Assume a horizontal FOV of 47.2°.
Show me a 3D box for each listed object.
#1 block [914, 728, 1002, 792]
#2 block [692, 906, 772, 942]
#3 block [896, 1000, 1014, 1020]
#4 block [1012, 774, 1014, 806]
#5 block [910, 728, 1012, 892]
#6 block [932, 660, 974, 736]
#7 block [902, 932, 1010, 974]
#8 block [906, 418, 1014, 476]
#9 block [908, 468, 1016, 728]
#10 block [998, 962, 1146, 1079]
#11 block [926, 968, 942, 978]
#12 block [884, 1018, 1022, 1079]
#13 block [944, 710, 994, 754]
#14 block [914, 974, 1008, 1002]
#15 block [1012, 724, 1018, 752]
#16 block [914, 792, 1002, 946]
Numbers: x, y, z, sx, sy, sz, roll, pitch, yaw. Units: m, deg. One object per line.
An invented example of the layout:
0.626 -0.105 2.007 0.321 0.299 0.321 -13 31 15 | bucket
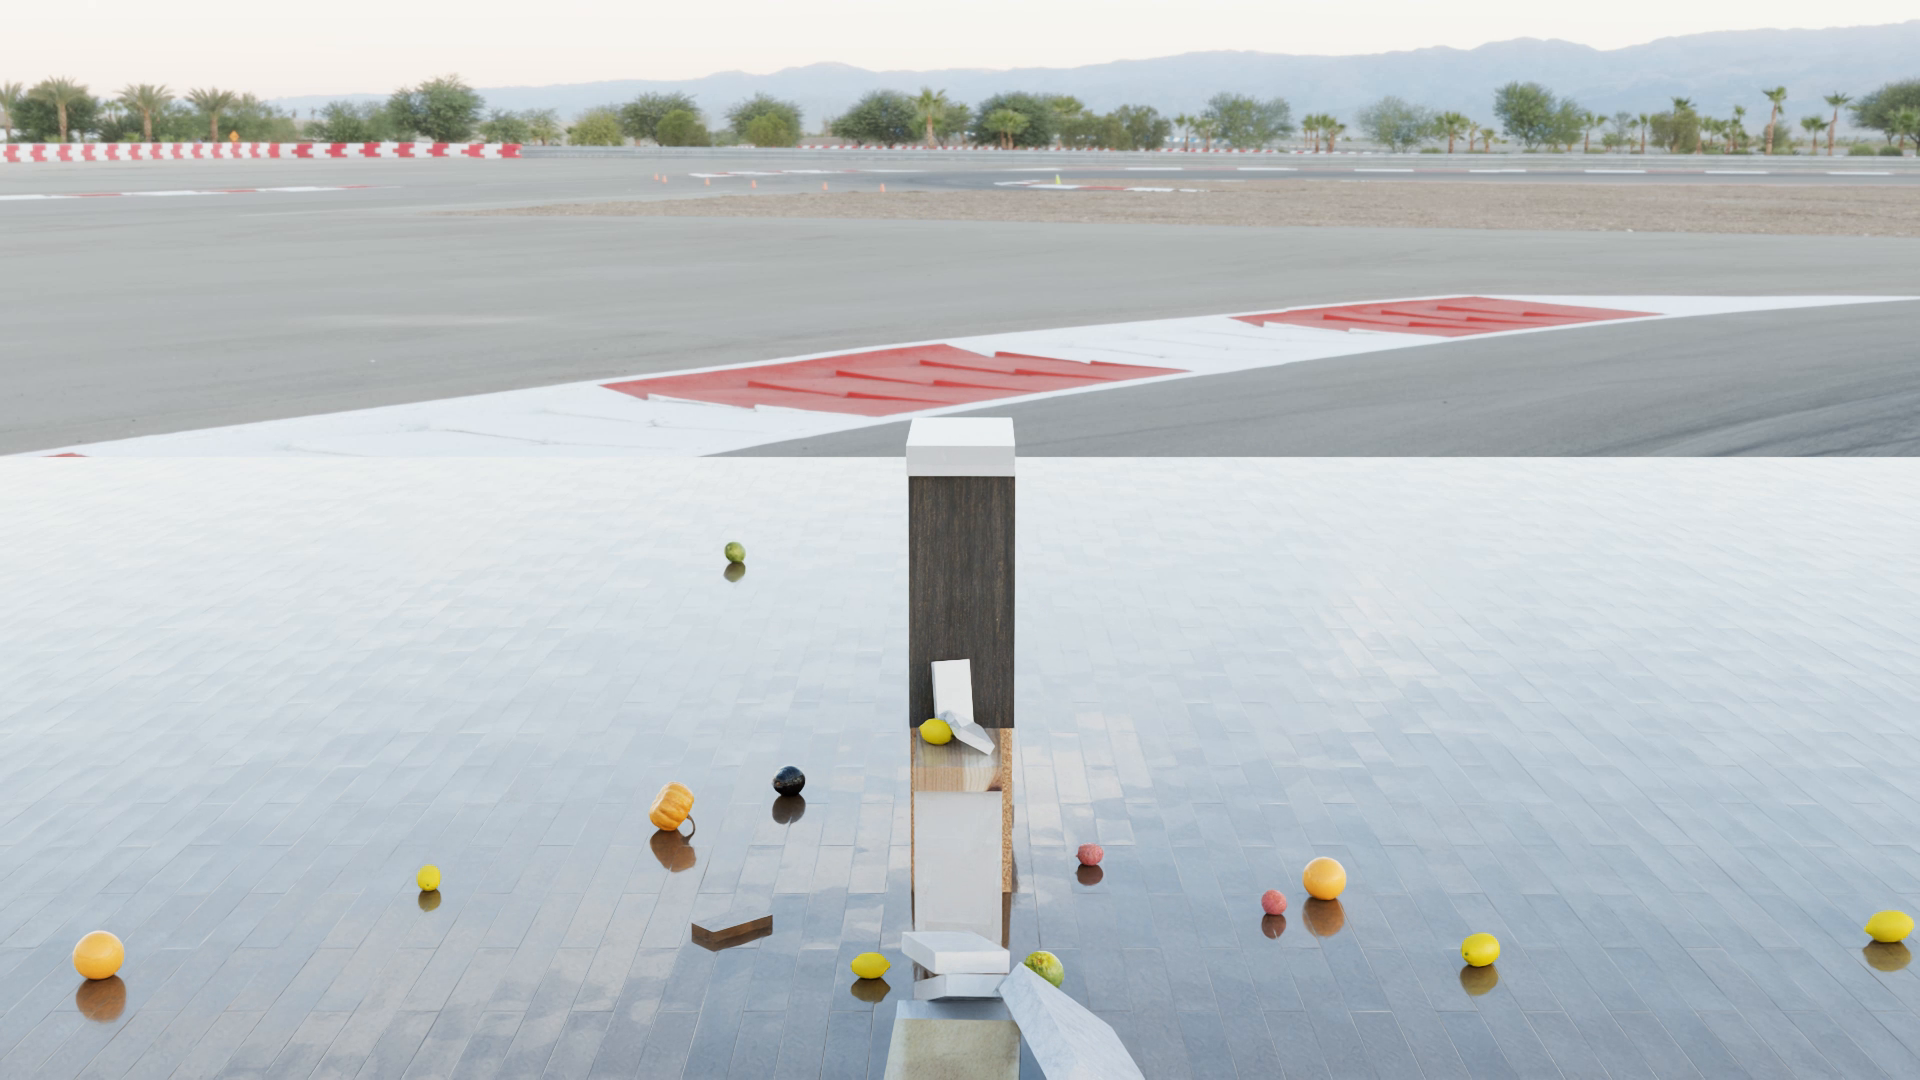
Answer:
-0.003 0.337 3.456 0.134 0.038 0.268 0 11 0 | block
-0.363 0.612 3.506 0.117 0.017 0.058 -10 14 -42 | block
-0.008 0.708 2.903 0.167 0.047 0.401 0 11 1 | block
0.008 0.433 4.386 0.168 0.048 0.495 0 11 -2 | block
0.002 0.419 3.670 0.168 0.336 0.048 0 11 0 | block
-0.012 0.250 3.499 0.059 0.117 0.017 -3 -2 -17 | block
-0.008 0.582 3.109 0.105 0.030 0.210 2 -3 -14 | block
0.003 -0.154 3.592 0.169 0.048 0.338 0 11 1 | block
0.003 0.094 3.524 0.169 0.415 0.048 0 11 1 | block
0.162 0.671 2.848 0.167 0.047 0.334 38 2 -15 | block
0.004 0.624 3.241 0.105 0.030 0.210 1 -6 -3 | block
-0.010 0.688 2.751 0.167 0.047 0.334 0 11 3 | block
0.015 0.300 3.434 0.058 0.017 0.117 28 4 -14 | block
0.008 0.633 3.095 0.105 0.030 0.210 4 -15 -13 | block
0.014 0.376 4.218 0.168 0.048 0.336 -1 -3 -3 | block
-0.003 0.504 3.396 0.134 0.268 0.038 0 11 0 | block
